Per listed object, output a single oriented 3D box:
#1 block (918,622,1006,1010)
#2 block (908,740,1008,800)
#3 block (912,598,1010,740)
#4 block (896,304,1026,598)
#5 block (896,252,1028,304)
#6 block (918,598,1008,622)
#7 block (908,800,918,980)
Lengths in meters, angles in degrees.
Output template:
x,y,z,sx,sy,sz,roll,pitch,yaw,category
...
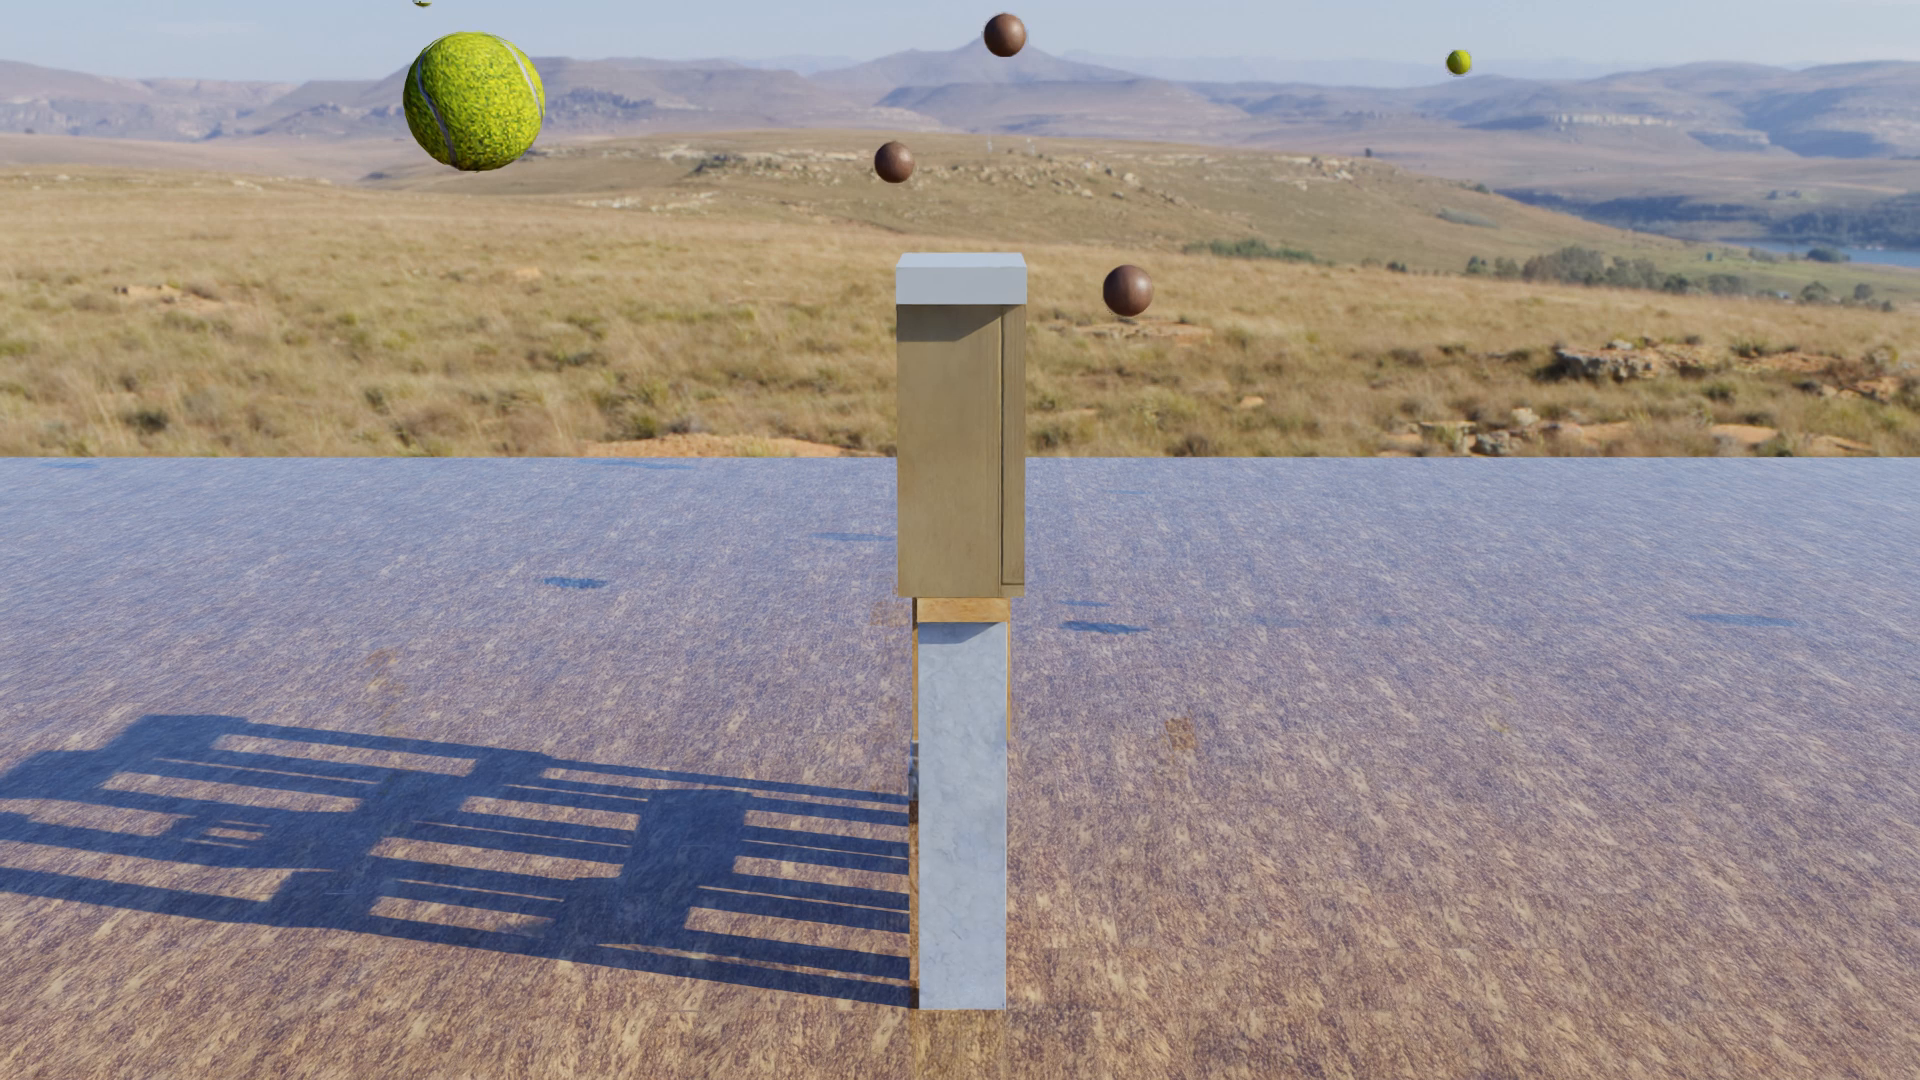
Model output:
x,y,z,sx,sy,sz,roll,pitch,yaw,category
0.003,0.391,3.150,0.125,0.580,0.035,0,11,0,block
-0.003,0.334,3.352,0.144,0.041,0.289,0,11,0,block
0.002,0.157,3.374,0.150,0.300,0.042,0,11,0,block
0.002,-0.125,3.035,0.175,0.408,0.050,0,11,0,block
0.003,-0.372,3.108,0.175,0.050,0.351,0,11,0,block
0.003,0.074,3.175,0.125,0.035,0.250,0,11,0,block
-0.003,0.514,3.287,0.144,0.289,0.041,0,11,0,block
